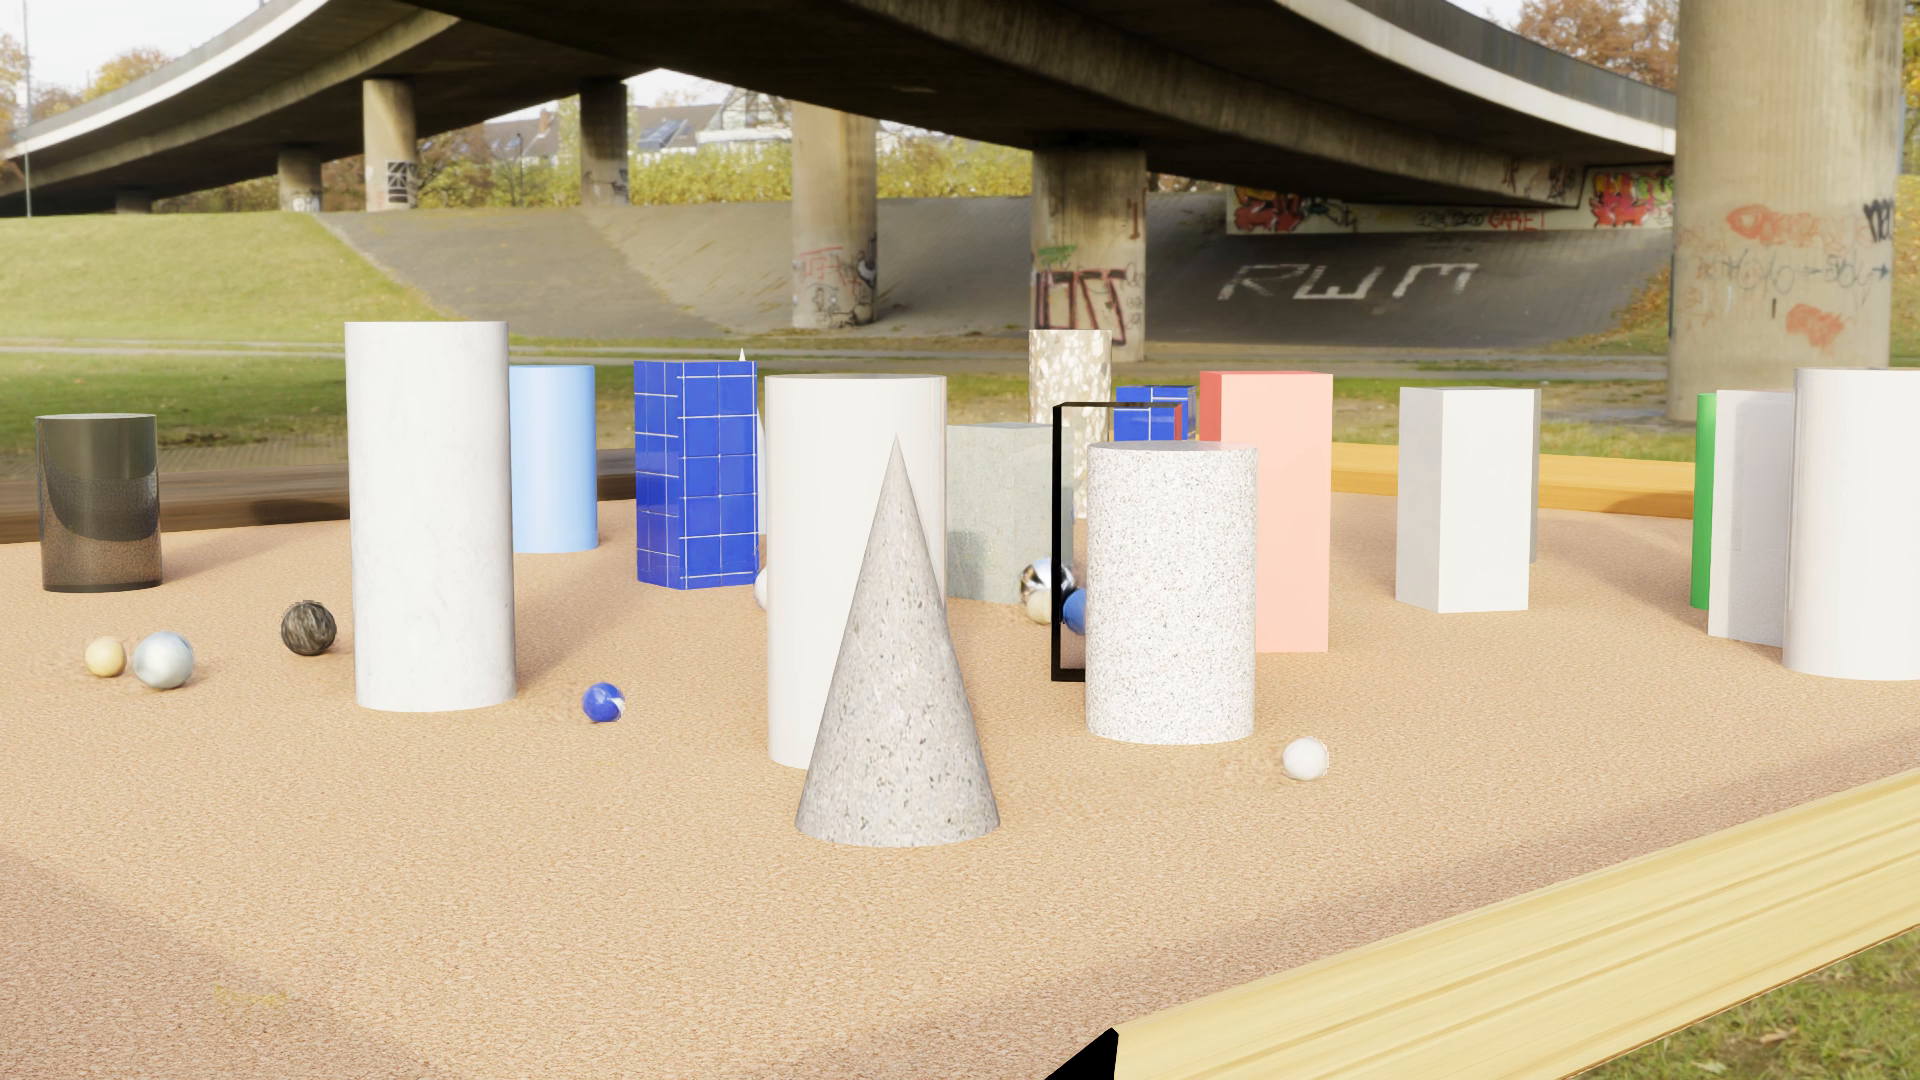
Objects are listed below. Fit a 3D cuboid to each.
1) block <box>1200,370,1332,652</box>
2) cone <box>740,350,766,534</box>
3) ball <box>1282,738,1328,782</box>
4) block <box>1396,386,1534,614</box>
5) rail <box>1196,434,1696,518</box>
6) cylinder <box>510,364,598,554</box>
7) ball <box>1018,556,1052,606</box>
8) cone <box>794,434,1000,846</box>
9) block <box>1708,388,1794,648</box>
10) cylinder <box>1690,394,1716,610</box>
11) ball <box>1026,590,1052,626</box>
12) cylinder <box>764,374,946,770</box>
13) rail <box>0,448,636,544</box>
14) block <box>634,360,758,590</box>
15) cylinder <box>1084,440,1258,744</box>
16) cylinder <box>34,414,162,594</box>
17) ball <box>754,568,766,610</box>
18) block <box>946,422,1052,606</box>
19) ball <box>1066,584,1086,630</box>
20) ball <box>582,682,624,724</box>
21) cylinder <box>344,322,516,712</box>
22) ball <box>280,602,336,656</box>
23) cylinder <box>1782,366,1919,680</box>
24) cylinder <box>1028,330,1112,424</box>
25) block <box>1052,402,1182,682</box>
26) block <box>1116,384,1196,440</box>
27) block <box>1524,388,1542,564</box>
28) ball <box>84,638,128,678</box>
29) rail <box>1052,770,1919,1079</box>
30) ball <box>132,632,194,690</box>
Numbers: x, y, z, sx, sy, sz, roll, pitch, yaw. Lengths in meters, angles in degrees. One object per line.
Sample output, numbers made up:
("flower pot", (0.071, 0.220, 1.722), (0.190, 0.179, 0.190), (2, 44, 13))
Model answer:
("block", (0.396, -0.040, 2.873), (0.142, 0.356, 0.142), (-1, 6, -5))
("cone", (-0.426, -0.198, 4.322), (0.178, 0.360, 0.178), (0, 6, 0))
("ball", (0.322, 0.206, 2.055), (0.041, 0.041, 0.041), (0, 6, 0))
("block", (0.743, -0.063, 3.246), (0.142, 0.321, 0.142), (-2, 6, -14))
("rail", (1.419, -0.110, 4.634), (0.045, 0.116, 3.538), (-6, 8, -42))
("cylinder", (-0.754, -0.151, 4.015), (0.178, 0.332, 0.178), (0, 6, 0))
("ball", (0.127, 0.066, 3.121), (0.088, 0.088, 0.088), (0, 6, 0))
("cone", (-0.054, 0.075, 1.880), (0.178, 0.337, 0.178), (0, 6, 0))
("block", (1.107, -0.033, 2.923), (0.142, 0.330, 0.142), (-3, 7, -28))
("cylinder", (1.170, -0.056, 3.227), (0.178, 0.312, 0.178), (0, 6, 0))
("ball", (0.117, 0.094, 3.057), (0.050, 0.050, 0.050), (0, 6, 0))
("cylinder", (-0.101, 0.026, 2.167), (0.178, 0.374, 0.178), (0, 6, 0))
("rail", (-1.183, -0.107, 4.608), (3.908, 0.116, 0.045), (-6, 8, -42))
("block", (-0.421, -0.108, 3.513), (0.142, 0.354, 0.142), (-4, 8, -36))
("cylinder", (0.221, 0.050, 2.302), (0.178, 0.298, 0.178), (0, 6, 0))
("cylinder", (-1.358, -0.061, 3.471), (0.178, 0.269, 0.178), (0, 6, 0))
("ball", (-0.259, 0.070, 3.165), (0.074, 0.074, 0.074), (0, 6, 0))
("block", (0.078, -0.044, 3.350), (0.142, 0.261, 0.142), (6, 9, 44))
("ball", (0.178, 0.092, 3.003), (0.064, 0.064, 0.064), (0, 6, 0))
("ball", (-0.381, 0.173, 2.344), (0.043, 0.043, 0.043), (0, 6, 0))
("cylinder", (-0.595, -0.032, 2.475), (0.178, 0.425, 0.178), (0, 6, 0))
("ball", (-0.826, 0.114, 2.788), (0.068, 0.068, 0.068), (0, 6, 0))
("cylinder", (1.104, -0.025, 2.679), (0.178, 0.367, 0.178), (0, 6, 0))
("cylinder", (0.235, -0.254, 4.705), (0.178, 0.390, 0.178), (0, 6, 0))
("block", (0.190, 0.000, 2.645), (0.142, 0.325, 0.142), (1, 6, 9))
("block", (0.395, -0.170, 4.435), (0.142, 0.280, 0.142), (1, 6, 13))
("block", (0.896, -0.110, 3.784), (0.142, 0.300, 0.142), (6, 8, 42))
("ball", (-1.020, 0.141, 2.627), (0.048, 0.048, 0.048), (0, 6, 0))
("rail", (1.183, 0.167, 2.057), (3.908, 0.116, 0.045), (-6, 8, -42))
("ball", (-0.922, 0.140, 2.545), (0.067, 0.067, 0.067), (0, 6, 0))
